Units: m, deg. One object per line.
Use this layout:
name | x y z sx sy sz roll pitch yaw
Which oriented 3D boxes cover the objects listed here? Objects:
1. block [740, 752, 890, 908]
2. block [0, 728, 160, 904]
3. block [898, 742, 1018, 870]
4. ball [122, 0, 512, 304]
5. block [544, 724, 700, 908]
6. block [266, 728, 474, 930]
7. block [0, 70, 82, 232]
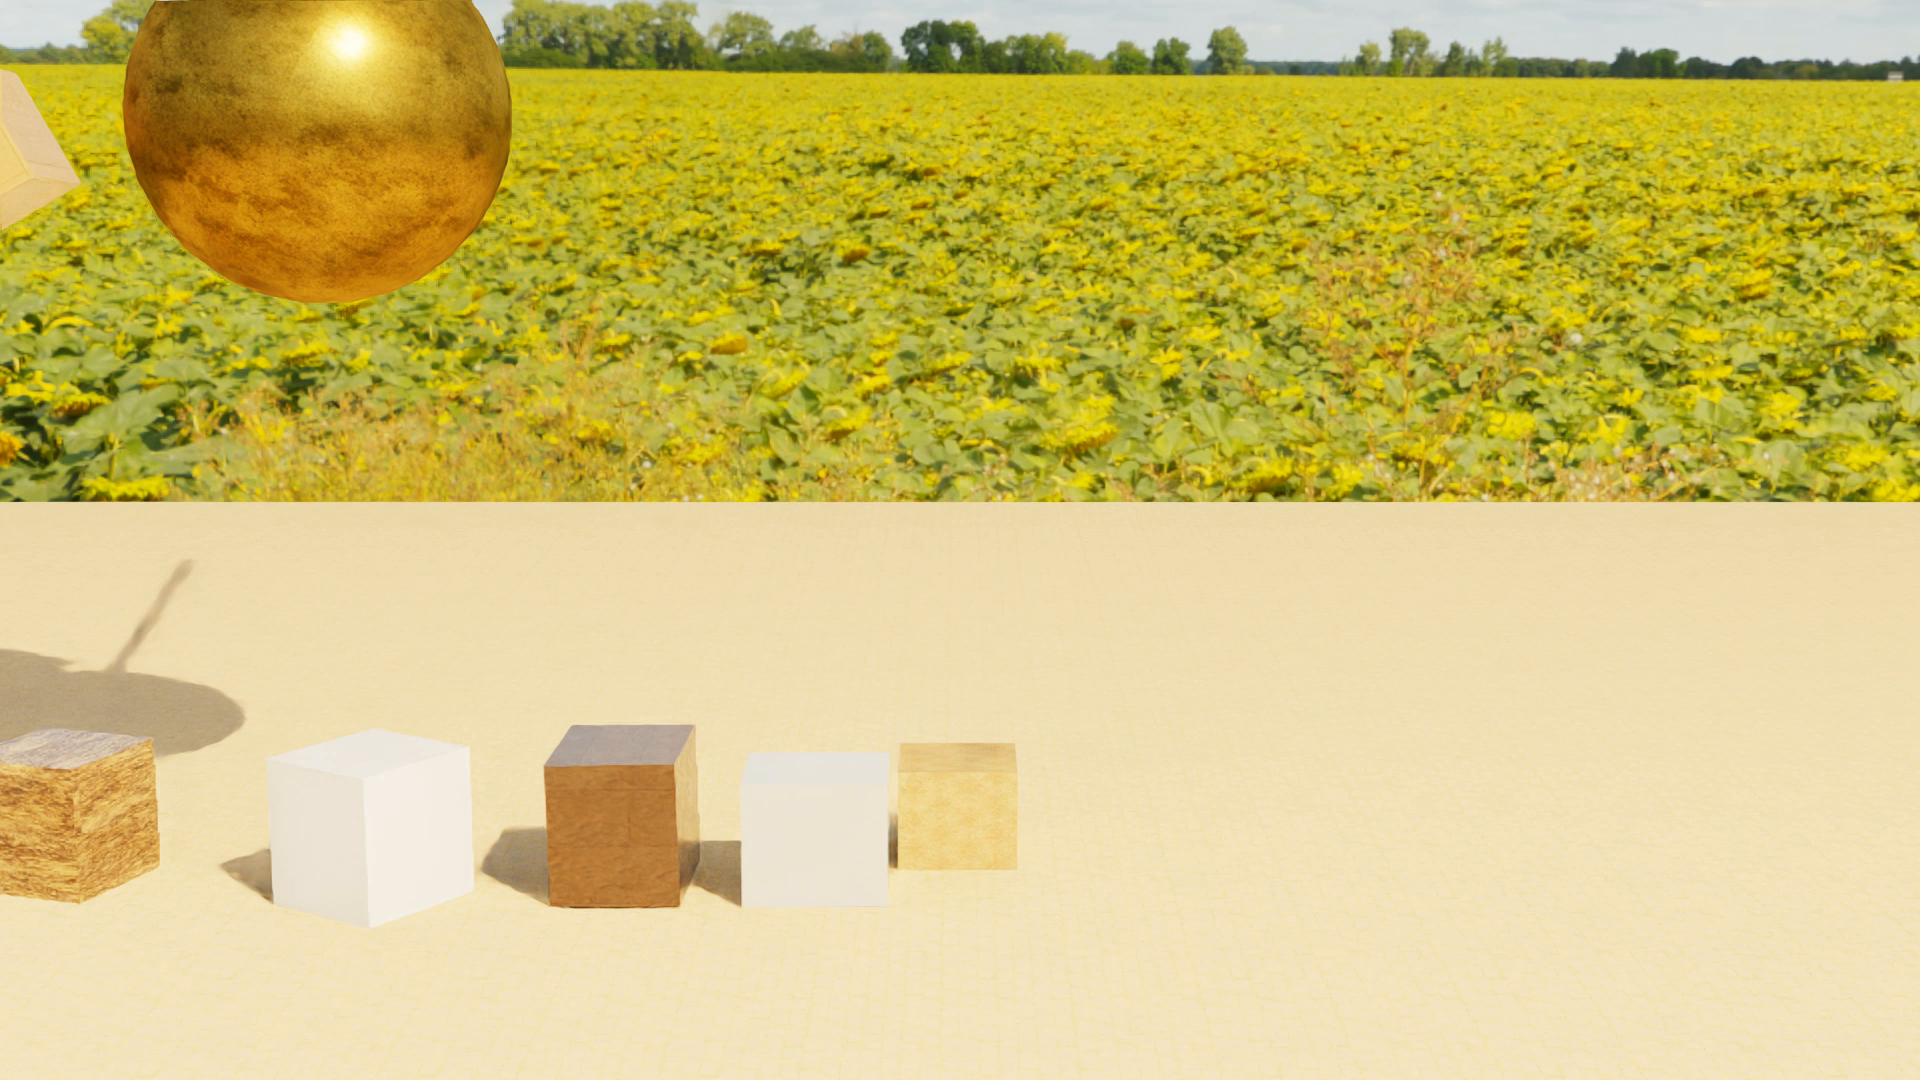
block | -0.620 1.255 11.144 0.622 0.544 0.518 0 10 0
block | -3.950 1.203 11.289 0.574 0.594 0.567 3 11 18
block | -0.010 1.207 11.669 0.530 0.451 0.511 0 10 0
ball | -2.704 -1.801 10.853 1.600 1.600 1.600 0 10 0
block | -1.464 1.194 11.199 0.555 0.625 0.662 -1 11 2
block | -2.527 1.226 11.019 0.581 0.645 0.614 7 12 33
block | -4.224 -1.631 10.927 0.572 0.549 0.561 -30 4 3
